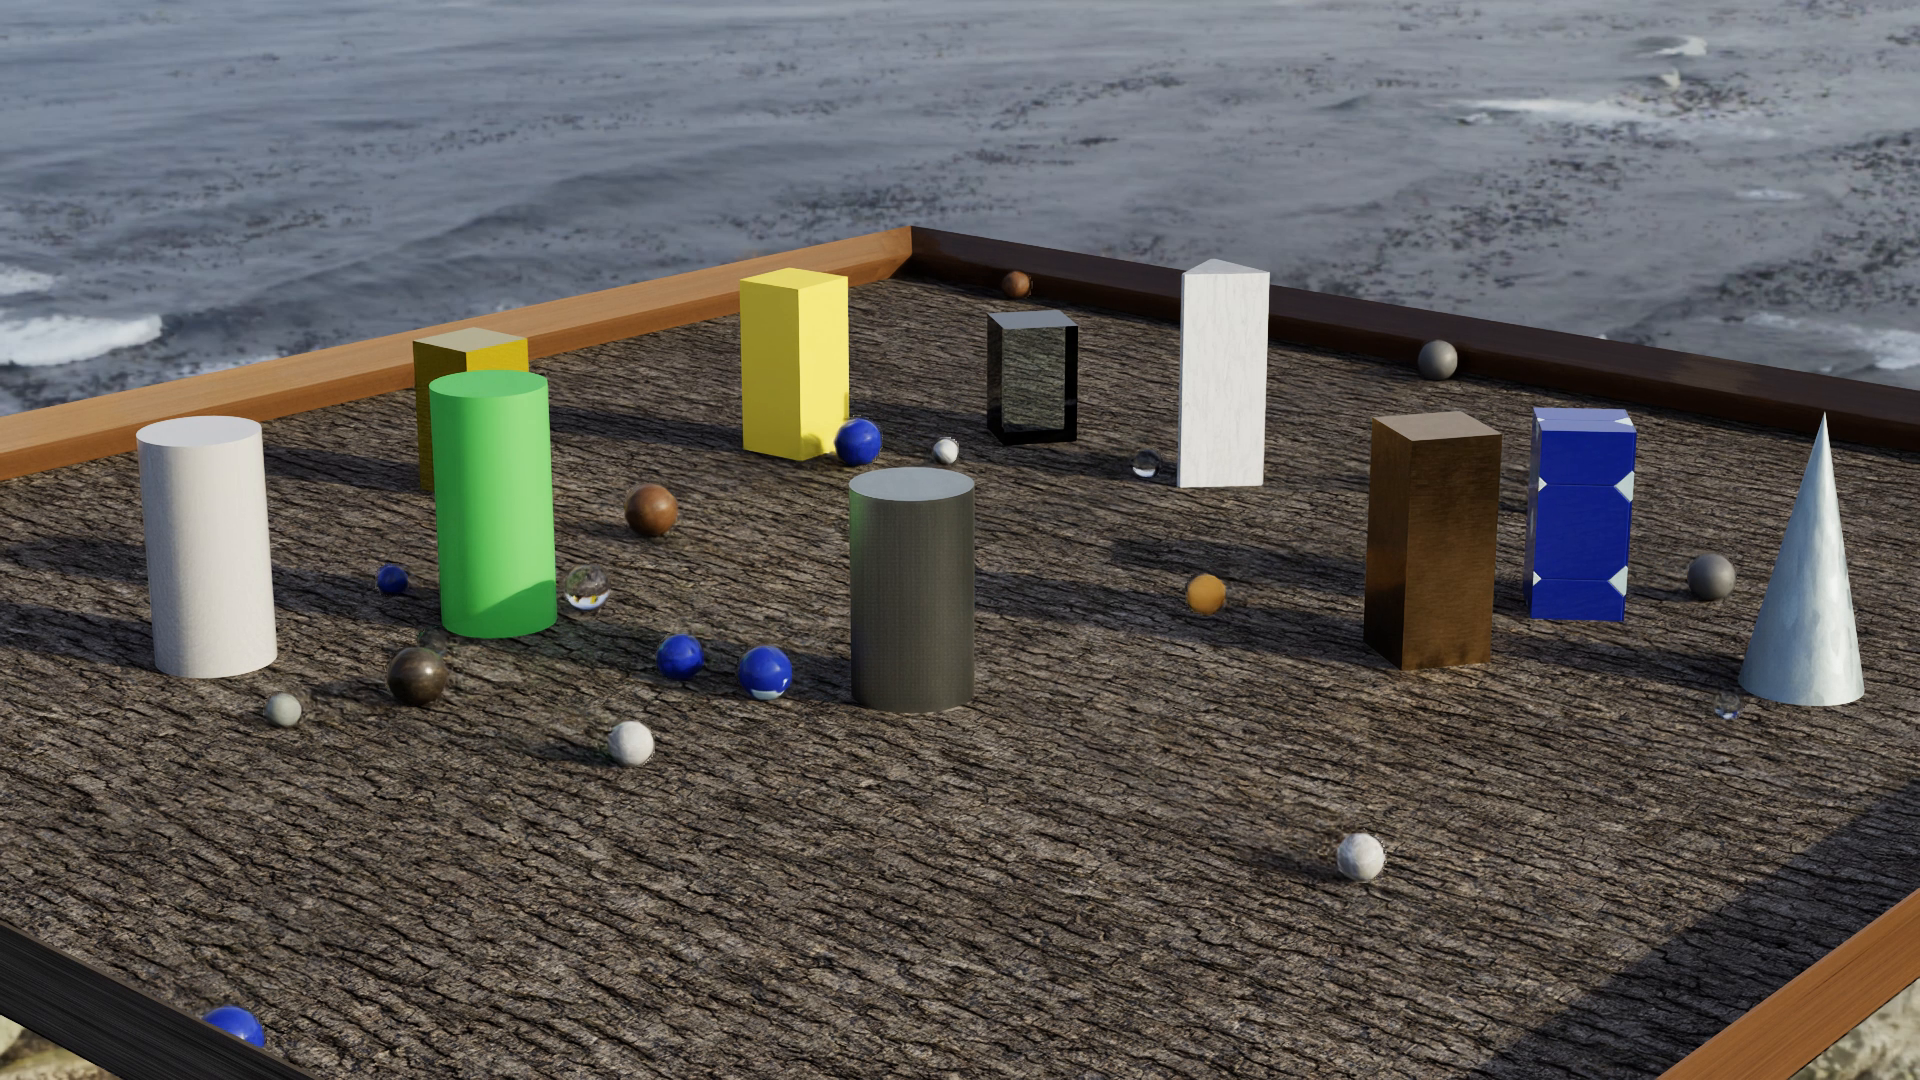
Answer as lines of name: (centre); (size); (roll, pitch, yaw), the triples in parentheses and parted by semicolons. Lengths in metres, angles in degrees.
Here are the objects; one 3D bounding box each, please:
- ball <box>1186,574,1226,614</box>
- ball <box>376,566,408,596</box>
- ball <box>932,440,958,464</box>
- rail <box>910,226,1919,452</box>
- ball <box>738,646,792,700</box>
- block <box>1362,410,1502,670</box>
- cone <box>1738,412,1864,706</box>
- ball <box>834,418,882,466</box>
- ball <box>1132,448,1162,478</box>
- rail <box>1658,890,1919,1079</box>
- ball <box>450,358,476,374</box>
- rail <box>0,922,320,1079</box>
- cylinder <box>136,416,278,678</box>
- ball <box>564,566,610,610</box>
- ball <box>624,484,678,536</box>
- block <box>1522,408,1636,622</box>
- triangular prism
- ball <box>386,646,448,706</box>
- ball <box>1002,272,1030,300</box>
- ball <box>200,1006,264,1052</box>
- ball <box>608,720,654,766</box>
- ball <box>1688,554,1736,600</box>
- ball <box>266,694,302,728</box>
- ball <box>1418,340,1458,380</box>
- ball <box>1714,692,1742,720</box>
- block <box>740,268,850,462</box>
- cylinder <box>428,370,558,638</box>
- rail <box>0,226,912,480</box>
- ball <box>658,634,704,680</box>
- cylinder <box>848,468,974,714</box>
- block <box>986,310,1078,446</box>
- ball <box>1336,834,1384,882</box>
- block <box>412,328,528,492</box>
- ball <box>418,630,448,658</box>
ball: (0.422, 0.092, 5.026); (0.068, 0.068, 0.068); (0, 17, 0)
ball: (-0.991, 0.071, 5.121); (0.053, 0.053, 0.053); (0, 17, 0)
ball: (-0.030, -0.178, 5.951); (0.052, 0.052, 0.052); (0, 17, 0)
rail: (1.307, -0.403, 6.561); (3.849, 0.127, 0.045); (14, 22, 39)
ball: (-0.306, 0.208, 4.611); (0.085, 0.085, 0.085); (0, 17, 0)
block: (0.768, 0.000, 4.782); (0.156, 0.385, 0.156); (-5, 17, -15)
cone: (1.342, 0.015, 4.616); (0.195, 0.451, 0.195); (0, 17, 0)
ball: (-0.207, -0.198, 5.938); (0.097, 0.097, 0.097); (0, 17, 0)
ball: (0.373, -0.154, 5.857); (0.058, 0.058, 0.058); (0, 17, 0)
rail: (1.435, 0.392, 3.927); (0.045, 0.127, 4.035); (14, 22, 39)
ball: (-1.123, -0.382, 6.615); (0.058, 0.058, 0.058); (0, 17, 0)
rail: (-1.307, 0.466, 3.679); (3.849, 0.127, 0.045); (14, 22, 39)
cylinder: (-1.218, 0.010, 4.750); (0.195, 0.385, 0.195); (0, 17, 0)
ball: (-0.642, 0.082, 5.044); (0.077, 0.077, 0.077); (0, 17, 0)
ball: (-0.575, -0.055, 5.464); (0.098, 0.098, 0.098); (0, 17, 0)
block: (1.059, -0.045, 5.023); (0.156, 0.332, 0.156); (1, 17, 5)
triangular prism: (0.509, -0.333, 5.812); (0.169, 0.427, 0.147); (-2, 17, -5)
ball: (-0.849, 0.212, 4.585); (0.093, 0.093, 0.093); (0, 17, 0)
ball: (0.143, -0.649, 7.473); (0.073, 0.073, 0.073); (0, 17, 0)
ball: (-0.845, 0.579, 3.385); (0.083, 0.083, 0.083); (0, 17, 0)
ball: (-0.487, 0.301, 4.333); (0.068, 0.068, 0.068); (0, 17, 0)
ball: (1.305, 0.065, 5.095); (0.081, 0.081, 0.081); (0, 17, 0)
ball: (-1.036, 0.262, 4.489); (0.053, 0.053, 0.053); (0, 17, 0)
ball: (1.083, -0.408, 6.645); (0.091, 0.091, 0.091); (0, 17, 0)
ball: (1.186, 0.256, 4.528); (0.041, 0.041, 0.041); (0, 17, 0)
block: (-0.339, -0.363, 6.034); (0.156, 0.357, 0.156); (12, 21, 35)
cylinder: (-0.784, -0.062, 4.937); (0.195, 0.414, 0.195); (0, 17, 0)
rail: (-1.435, -0.328, 6.313); (0.045, 0.127, 4.035); (14, 22, 39)
ball: (-0.447, 0.187, 4.700); (0.075, 0.075, 0.075); (0, 17, 0)
cylinder: (-0.075, 0.077, 4.599); (0.195, 0.343, 0.195); (0, 17, 0)
block: (0.151, -0.342, 6.153); (0.156, 0.248, 0.156); (-4, 17, -12)
ball: (0.537, 0.425, 3.927); (0.064, 0.064, 0.064); (0, 17, 0)
block: (-0.954, -0.248, 5.753); (0.156, 0.299, 0.156); (14, 21, 38)
ball: (-0.861, 0.172, 4.796); (0.049, 0.049, 0.049); (0, 17, 0)
